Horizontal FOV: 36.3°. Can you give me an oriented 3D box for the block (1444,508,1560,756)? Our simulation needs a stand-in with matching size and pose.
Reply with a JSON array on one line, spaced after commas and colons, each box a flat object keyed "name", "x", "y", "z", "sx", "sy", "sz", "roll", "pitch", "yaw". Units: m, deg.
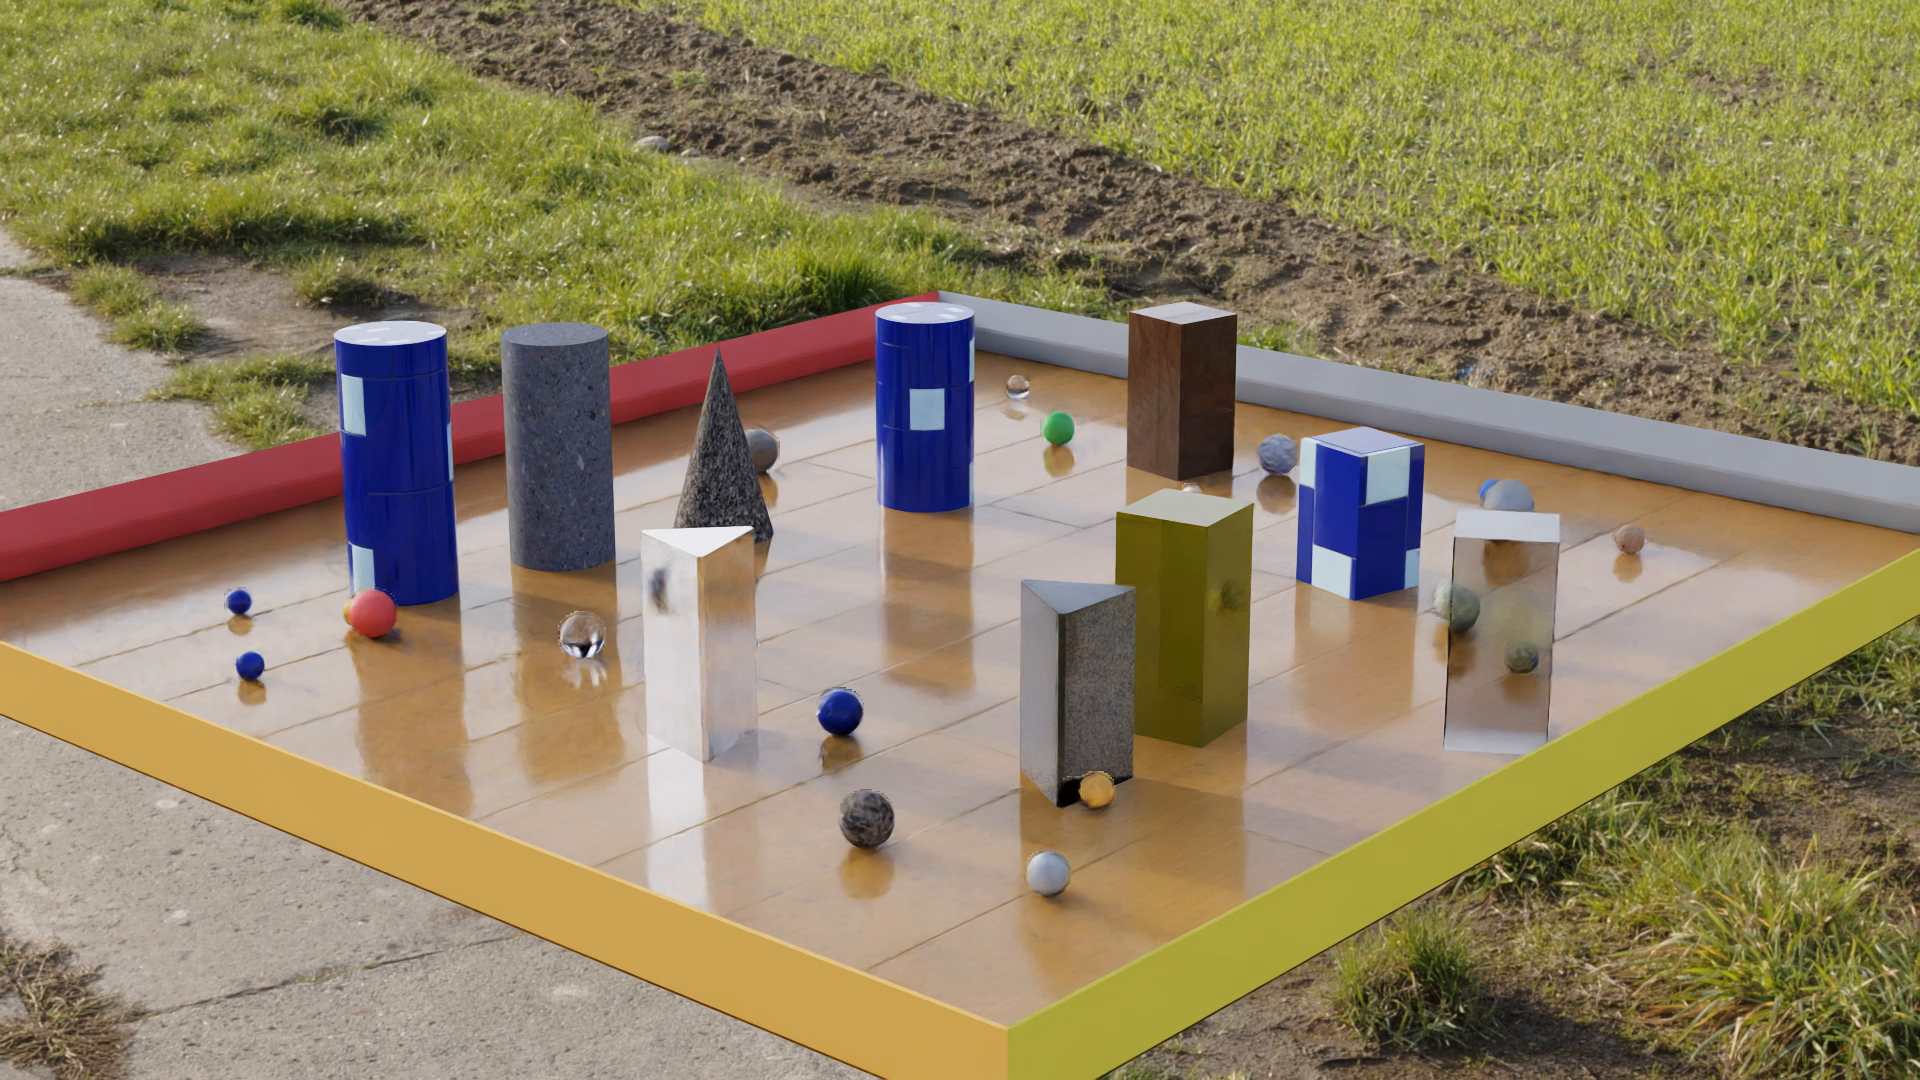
[{"name": "block", "x": 0.815, "y": 0.137, "z": 4.410, "sx": 0.152, "sy": 0.333, "sz": 0.152, "roll": 3, "pitch": 17, "yaw": 11}]

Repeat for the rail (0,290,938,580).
[{"name": "rail", "x": -0.982, "y": -0.216, "z": 5.937, "sx": 0.045, "sy": 0.124, "sz": 2.891, "roll": 14, "pitch": 22, "yaw": 39}]

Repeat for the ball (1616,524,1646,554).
[{"name": "ball", "x": 1.224, "y": -0.002, "z": 5.354, "sx": 0.053, "sy": 0.053, "sz": 0.053, "roll": 0, "pitch": 17, "yaw": 0}]

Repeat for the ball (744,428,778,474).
[{"name": "ball", "x": -0.409, "y": -0.179, "z": 5.878, "sx": 0.089, "sy": 0.089, "sz": 0.089, "roll": 0, "pitch": 17, "yaw": 0}]

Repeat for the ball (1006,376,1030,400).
[{"name": "ball", "x": 0.126, "y": -0.337, "z": 6.462, "sx": 0.054, "sy": 0.054, "sz": 0.054, "roll": 0, "pitch": 17, "yaw": 0}]

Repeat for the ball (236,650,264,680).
[{"name": "ball", "x": -1.137, "y": 0.201, "z": 4.695, "sx": 0.047, "sy": 0.047, "sz": 0.047, "roll": 0, "pitch": 17, "yaw": 0}]

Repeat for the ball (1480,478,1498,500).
[{"name": "ball", "x": 1.028, "y": -0.094, "z": 5.668, "sx": 0.048, "sy": 0.048, "sz": 0.048, "roll": 0, "pitch": 17, "yaw": 0}]

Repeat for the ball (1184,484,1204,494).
[{"name": "ball", "x": 0.449, "y": -0.086, "z": 5.653, "sx": 0.041, "sy": 0.041, "sz": 0.041, "roll": 0, "pitch": 17, "yaw": 0}]

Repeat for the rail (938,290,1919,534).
[{"name": "rail", "x": 0.932, "y": -0.279, "z": 6.148, "sx": 2.649, "sy": 0.124, "sz": 0.045, "roll": 14, "pitch": 22, "yaw": 39}]

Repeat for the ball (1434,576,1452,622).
[{"name": "ball", "x": 0.843, "y": 0.099, "z": 4.971, "sx": 0.081, "sy": 0.081, "sz": 0.081, "roll": 0, "pitch": 17, "yaw": 0}]

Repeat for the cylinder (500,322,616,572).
[{"name": "cylinder", "x": -0.723, "y": -0.169, "z": 5.285, "sx": 0.190, "sy": 0.414, "sz": 0.190, "roll": 0, "pitch": 17, "yaw": 0}]

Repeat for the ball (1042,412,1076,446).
[{"name": "ball", "x": 0.205, "y": -0.232, "z": 6.088, "sx": 0.069, "sy": 0.069, "sz": 0.069, "roll": 0, "pitch": 17, "yaw": 0}]

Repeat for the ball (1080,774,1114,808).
[{"name": "ball", "x": 0.194, "y": 0.356, "z": 4.165, "sx": 0.049, "sy": 0.049, "sz": 0.049, "roll": 0, "pitch": 17, "yaw": 0}]

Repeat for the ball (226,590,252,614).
[{"name": "ball", "x": -1.234, "y": 0.105, "z": 5.018, "sx": 0.043, "sy": 0.043, "sz": 0.043, "roll": 0, "pitch": 17, "yaw": 0}]

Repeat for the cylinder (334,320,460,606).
[{"name": "cylinder", "x": -0.975, "y": -0.134, "z": 5.086, "sx": 0.190, "sy": 0.461, "sz": 0.190, "roll": 0, "pitch": 17, "yaw": 0}]

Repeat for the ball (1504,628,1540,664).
[{"name": "ball", "x": 0.915, "y": 0.173, "z": 4.771, "sx": 0.057, "sy": 0.057, "sz": 0.057, "roll": 0, "pitch": 17, "yaw": 0}]

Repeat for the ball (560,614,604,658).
[{"name": "ball", "x": -0.618, "y": 0.157, "z": 4.794, "sx": 0.073, "sy": 0.073, "sz": 0.073, "roll": 0, "pitch": 17, "yaw": 0}]

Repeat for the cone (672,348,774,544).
[{"name": "cone", "x": -0.444, "y": -0.186, "z": 5.430, "sx": 0.190, "sy": 0.362, "sz": 0.190, "roll": 0, "pitch": 17, "yaw": 0}]

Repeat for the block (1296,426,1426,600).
[{"name": "block", "x": 0.703, "y": -0.049, "z": 5.155, "sx": 0.152, "sy": 0.258, "sz": 0.152, "roll": -12, "pitch": 20, "yaw": -34}]

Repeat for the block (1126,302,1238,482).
[{"name": "block", "x": 0.444, "y": -0.300, "z": 5.882, "sx": 0.152, "sy": 0.319, "sz": 0.152, "roll": -13, "pitch": 21, "yaw": -37}]

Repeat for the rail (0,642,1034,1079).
[{"name": "rail", "x": -0.932, "y": 0.341, "z": 4.093, "sx": 2.649, "sy": 0.124, "sz": 0.045, "roll": 14, "pitch": 22, "yaw": 39}]

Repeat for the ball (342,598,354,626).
[{"name": "ball", "x": -1.018, "y": 0.122, "z": 4.952, "sx": 0.049, "sy": 0.049, "sz": 0.049, "roll": 0, "pitch": 17, "yaw": 0}]

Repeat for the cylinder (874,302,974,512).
[{"name": "cylinder", "x": -0.067, "y": -0.257, "z": 5.652, "sx": 0.190, "sy": 0.370, "sz": 0.190, "roll": 0, "pitch": 17, "yaw": 0}]

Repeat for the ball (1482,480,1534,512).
[{"name": "ball", "x": 1.027, "y": -0.065, "z": 5.492, "sx": 0.095, "sy": 0.095, "sz": 0.095, "roll": 0, "pitch": 17, "yaw": 0}]

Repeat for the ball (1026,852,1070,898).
[{"name": "ball", "x": 0.117, "y": 0.442, "z": 3.875, "sx": 0.059, "sy": 0.059, "sz": 0.059, "roll": 0, "pitch": 17, "yaw": 0}]

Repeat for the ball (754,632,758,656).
[{"name": "ball", "x": -0.369, "y": 0.169, "z": 4.733, "sx": 0.086, "sy": 0.086, "sz": 0.086, "roll": 0, "pitch": 17, "yaw": 0}]

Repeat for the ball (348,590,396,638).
[{"name": "ball", "x": -0.981, "y": 0.123, "z": 4.896, "sx": 0.080, "sy": 0.080, "sz": 0.080, "roll": 0, "pitch": 17, "yaw": 0}]

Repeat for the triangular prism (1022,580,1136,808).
[{"name": "triangular prism", "x": 0.144, "y": 0.211, "z": 4.240, "sx": 0.143, "sy": 0.291, "sz": 0.165, "roll": 14, "pitch": 22, "yaw": 40}]

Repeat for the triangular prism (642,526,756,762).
[{"name": "triangular prism", "x": -0.369, "y": 0.146, "z": 4.404, "sx": 0.143, "sy": 0.320, "sz": 0.165, "roll": -12, "pitch": 21, "yaw": -35}]

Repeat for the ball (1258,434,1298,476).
[{"name": "ball", "x": 0.637, "y": -0.171, "z": 5.865, "sx": 0.082, "sy": 0.082, "sz": 0.082, "roll": 0, "pitch": 17, "yaw": 0}]

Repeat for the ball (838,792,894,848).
[{"name": "ball", "x": -0.128, "y": 0.385, "z": 4.032, "sx": 0.077, "sy": 0.077, "sz": 0.077, "roll": 0, "pitch": 17, "yaw": 0}]

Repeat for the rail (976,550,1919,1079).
[{"name": "rail", "x": 0.982, "y": 0.278, "z": 4.304, "sx": 0.045, "sy": 0.124, "sz": 2.891, "roll": 14, "pitch": 22, "yaw": 39}]

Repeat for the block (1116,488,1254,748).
[{"name": "block", "x": 0.338, "y": 0.117, "z": 4.454, "sx": 0.152, "sy": 0.347, "sz": 0.152, "roll": 10, "pitch": 20, "yaw": 31}]

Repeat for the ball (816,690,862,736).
[{"name": "ball", "x": -0.182, "y": 0.262, "z": 4.452, "sx": 0.070, "sy": 0.070, "sz": 0.070, "roll": 0, "pitch": 17, "yaw": 0}]
